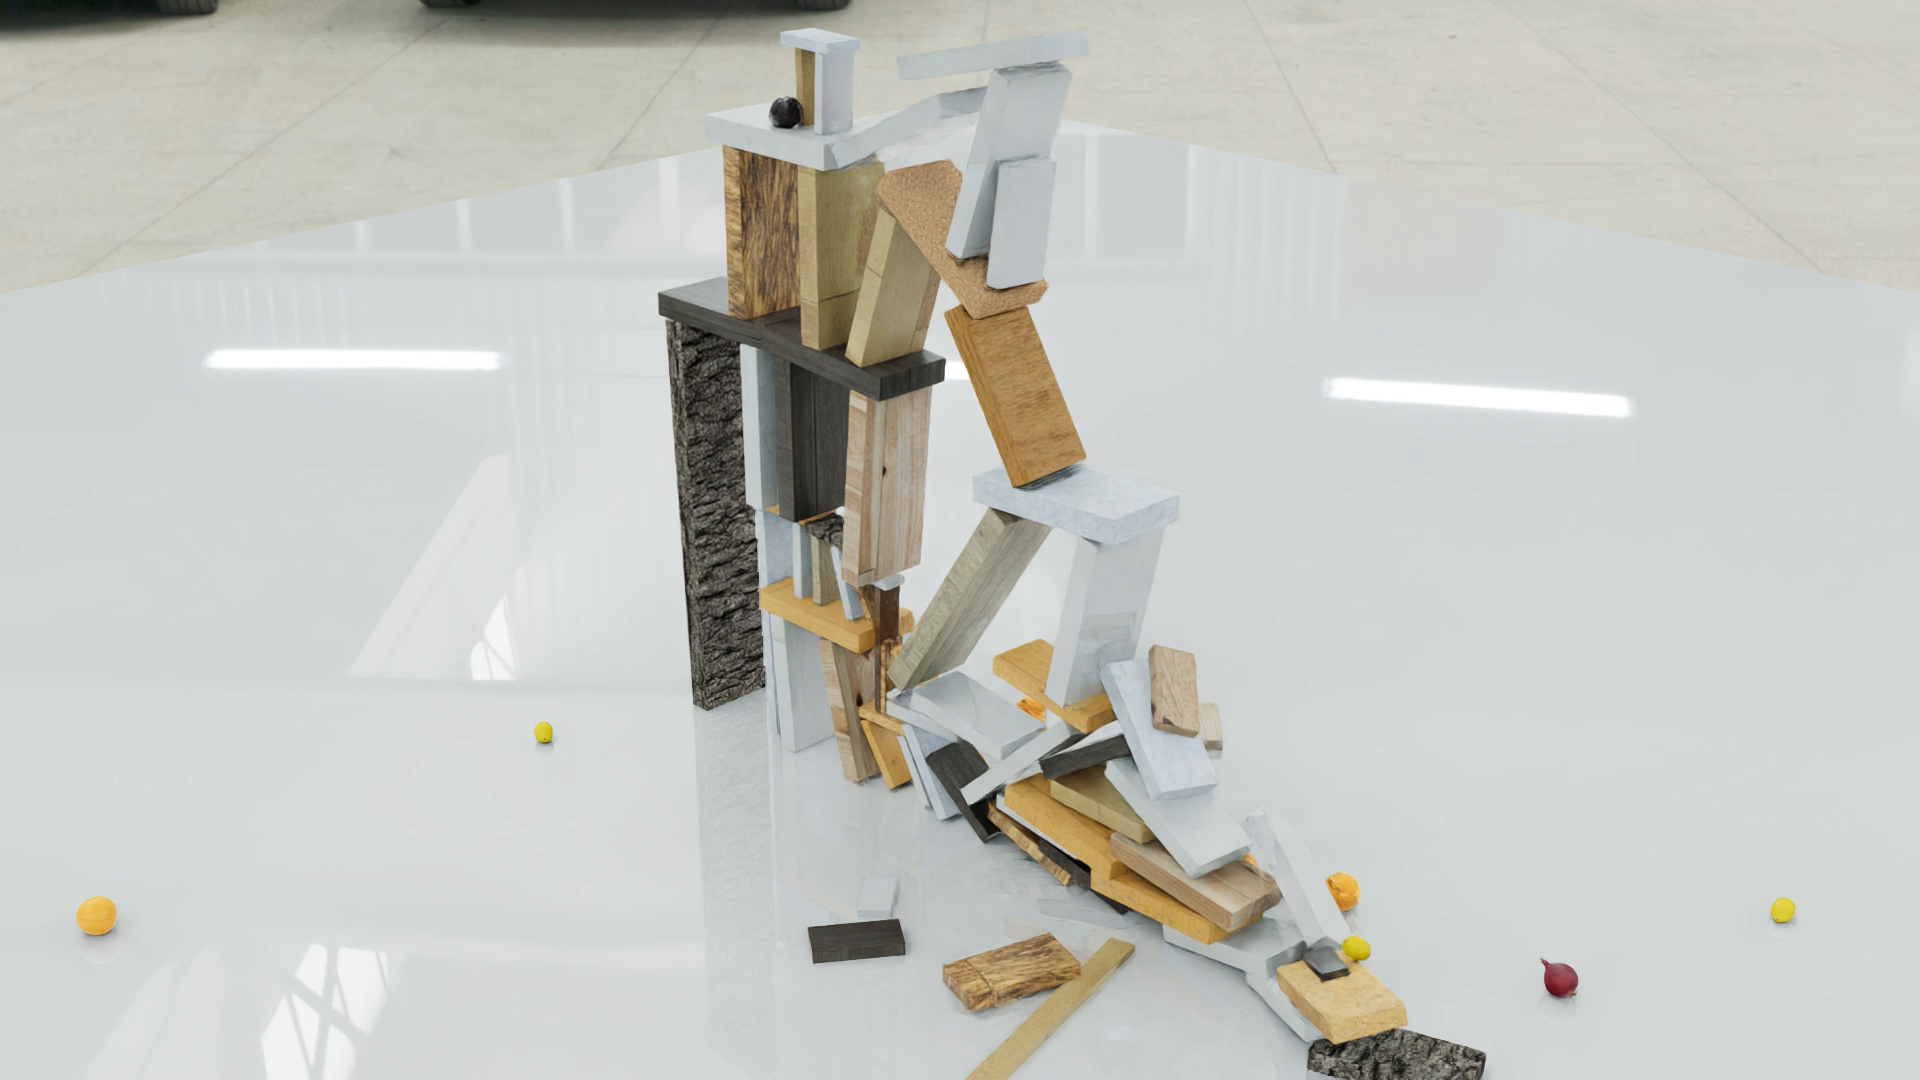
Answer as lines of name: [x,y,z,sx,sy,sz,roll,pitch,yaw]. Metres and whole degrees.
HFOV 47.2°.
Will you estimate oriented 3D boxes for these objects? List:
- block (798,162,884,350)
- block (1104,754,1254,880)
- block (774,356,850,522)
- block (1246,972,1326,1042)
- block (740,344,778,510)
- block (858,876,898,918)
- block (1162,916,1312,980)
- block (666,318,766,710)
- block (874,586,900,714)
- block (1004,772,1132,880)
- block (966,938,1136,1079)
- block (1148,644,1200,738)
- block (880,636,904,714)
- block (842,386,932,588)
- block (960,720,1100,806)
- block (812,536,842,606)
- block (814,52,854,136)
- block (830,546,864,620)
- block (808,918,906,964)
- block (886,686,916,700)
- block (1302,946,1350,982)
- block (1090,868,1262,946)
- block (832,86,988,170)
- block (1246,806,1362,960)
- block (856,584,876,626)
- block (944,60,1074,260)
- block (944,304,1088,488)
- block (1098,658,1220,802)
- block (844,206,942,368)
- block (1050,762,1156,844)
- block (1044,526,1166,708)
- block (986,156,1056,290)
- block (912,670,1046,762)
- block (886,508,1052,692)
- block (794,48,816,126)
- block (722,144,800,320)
block: [-0.226,-0.560,4.236,0.176,0.356,0.050,-21,31,-40]
block: [0.397,0.487,4.005,0.133,0.038,0.266,-17,52,-34]
block: [-0.290,-0.222,4.451,0.171,0.343,0.049,-21,31,-40]
block: [0.603,0.783,3.799,0.130,0.037,0.259,-10,14,-13]
block: [-0.364,-0.252,4.521,0.049,0.346,0.173,21,31,40]
block: [-0.155,0.673,4.152,0.060,0.017,0.121,2,23,5]
block: [0.502,0.716,3.962,0.130,0.037,0.259,-17,17,-36]
block: [-0.525,-0.064,4.774,0.049,0.887,0.173,19,30,41]
block: [-0.148,0.217,4.473,0.015,0.284,0.054,23,32,40]
block: [0.237,0.532,4.176,0.146,0.041,0.292,-18,36,-38]
block: [0.113,0.850,3.739,0.049,0.014,0.690,14,27,30]
block: [0.392,0.276,4.027,0.085,0.024,0.169,14,52,-18]
block: [-0.139,0.274,4.487,0.014,0.159,0.049,23,32,40]
block: [-0.145,-0.120,4.332,0.171,0.412,0.049,-21,36,-40]
block: [0.149,0.412,4.230,0.125,0.035,0.378,-18,-15,-39]
block: [-0.268,0.053,4.535,0.077,0.154,0.022,-21,30,-40]
block: [-0.235,-0.840,4.116,0.076,0.151,0.021,-20,33,-38]
block: [-0.212,0.077,4.482,0.077,0.154,0.022,-20,13,-39]
block: [-0.189,0.731,4.008,0.169,0.024,0.085,-4,23,-9]
block: [-0.104,0.296,4.458,0.050,0.014,0.099,-21,-7,-41]
block: [0.622,0.721,3.738,0.050,0.014,0.099,-13,12,-7]
block: [0.396,0.648,4.042,0.146,0.041,0.292,-18,26,-39]
block: [-0.077,-0.748,3.988,0.155,0.044,0.310,-19,3,-39]
block: [0.616,0.622,3.946,0.132,0.037,0.295,35,23,-42]
block: [-0.179,0.114,4.465,0.054,0.107,0.015,-21,1,-41]
block: [0.084,-0.664,3.851,0.155,0.346,0.044,-19,47,-40]
block: [0.102,-0.279,3.988,0.162,0.339,0.046,-23,2,-43]
block: [0.362,0.341,4.006,0.132,0.037,0.265,-5,60,-33]
block: [-0.109,-0.487,4.136,0.162,0.324,0.046,-20,49,-40]
block: [0.305,0.488,4.124,0.133,0.038,0.266,-16,22,-33]
block: [0.263,0.127,3.996,0.175,0.349,0.049,-19,42,-38]
block: [0.108,-0.557,3.868,0.110,0.220,0.031,-18,35,-40]
block: [0.036,0.344,4.328,0.125,0.035,0.250,-21,38,-40]
block: [0.030,0.096,4.241,0.175,0.522,0.049,-21,64,-41]
block: [-0.275,-0.872,4.192,0.076,0.151,0.021,-17,28,-35]
block: [-0.384,-0.634,4.403,0.176,0.353,0.050,-21,31,-40]
